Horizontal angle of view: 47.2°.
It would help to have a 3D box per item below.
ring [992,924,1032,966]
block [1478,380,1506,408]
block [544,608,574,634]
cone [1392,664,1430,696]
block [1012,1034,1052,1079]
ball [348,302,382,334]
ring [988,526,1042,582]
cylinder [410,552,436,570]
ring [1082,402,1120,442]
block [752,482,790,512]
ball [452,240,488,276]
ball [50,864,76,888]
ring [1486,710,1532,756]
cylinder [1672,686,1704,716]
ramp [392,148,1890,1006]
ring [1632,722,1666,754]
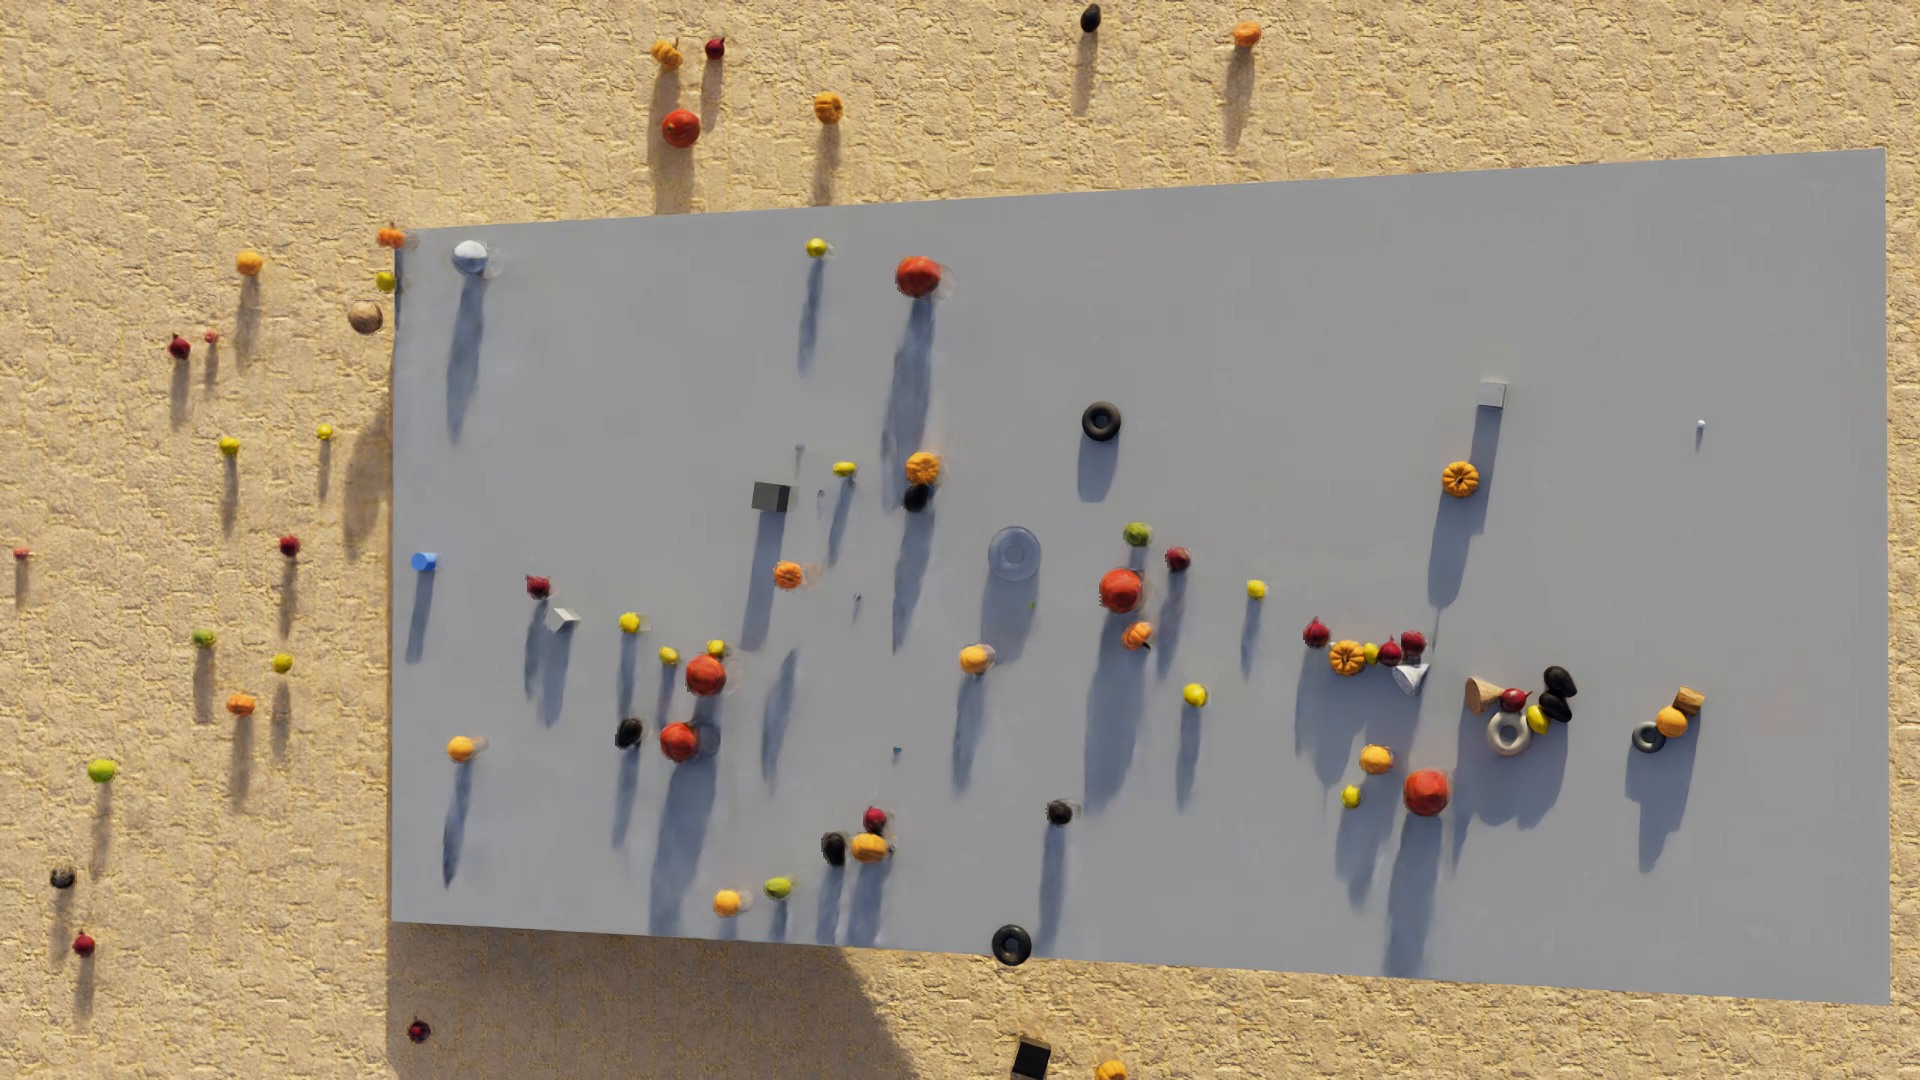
[{"bbox_3d":[0.135,1.060,5.752,0.109,0.036,0.109,0,90,17],"label":"ring"},{"bbox_3d":[1.301,-0.356,5.380,0.059,0.059,0.059,8,92,18],"label":"block"},{"bbox_3d":[-1.126,0.227,6.166,0.052,0.052,0.052,43,102,14],"label":"block"},{"bbox_3d":[1.129,0.328,5.437,0.087,0.087,0.087,-31,89,-12],"label":"cone"},{"bbox_3d":[0.207,1.505,6.393,0.091,0.091,0.091,17,89,0],"label":"block"},{"bbox_3d":[-1.716,-0.642,6.350,0.095,0.095,0.095,0,89,0],"label":"ball"},{"bbox_3d":[0.143,0.036,5.758,0.146,0.049,0.146,0,90,18],"label":"ring"},{"bbox_3d":[-1.537,0.062,6.303,0.052,0.052,0.052,0,89,18],"label":"cylinder"},{"bbox_3d":[0.366,-0.307,5.697,0.104,0.035,0.104,0,90,19],"label":"ring"},{"bbox_3d":[-0.513,-0.117,5.960,0.073,0.073,0.073,8,92,18],"label":"block"},{"bbox_3d":[-1.390,-0.801,6.243,0.096,0.096,0.096,0,89,0],"label":"ball"},{"bbox_3d":[-2.616,0.981,6.411,0.070,0.070,0.070,0,89,0],"label":"ball"},{"bbox_3d":[1.340,0.471,5.368,0.113,0.038,0.113,0,90,17],"label":"ring"},{"bbox_3d":[1.733,0.384,5.230,0.058,0.058,0.058,20,89,23],"label":"cylinder"},{"bbox_3d":[0.276,0.093,5.791,4.000,0.100,2.000,0,89,18],"label":"ramp"},{"bbox_3d":[1.651,0.473,5.272,0.078,0.026,0.078,0,90,17],"label":"ring"}]
